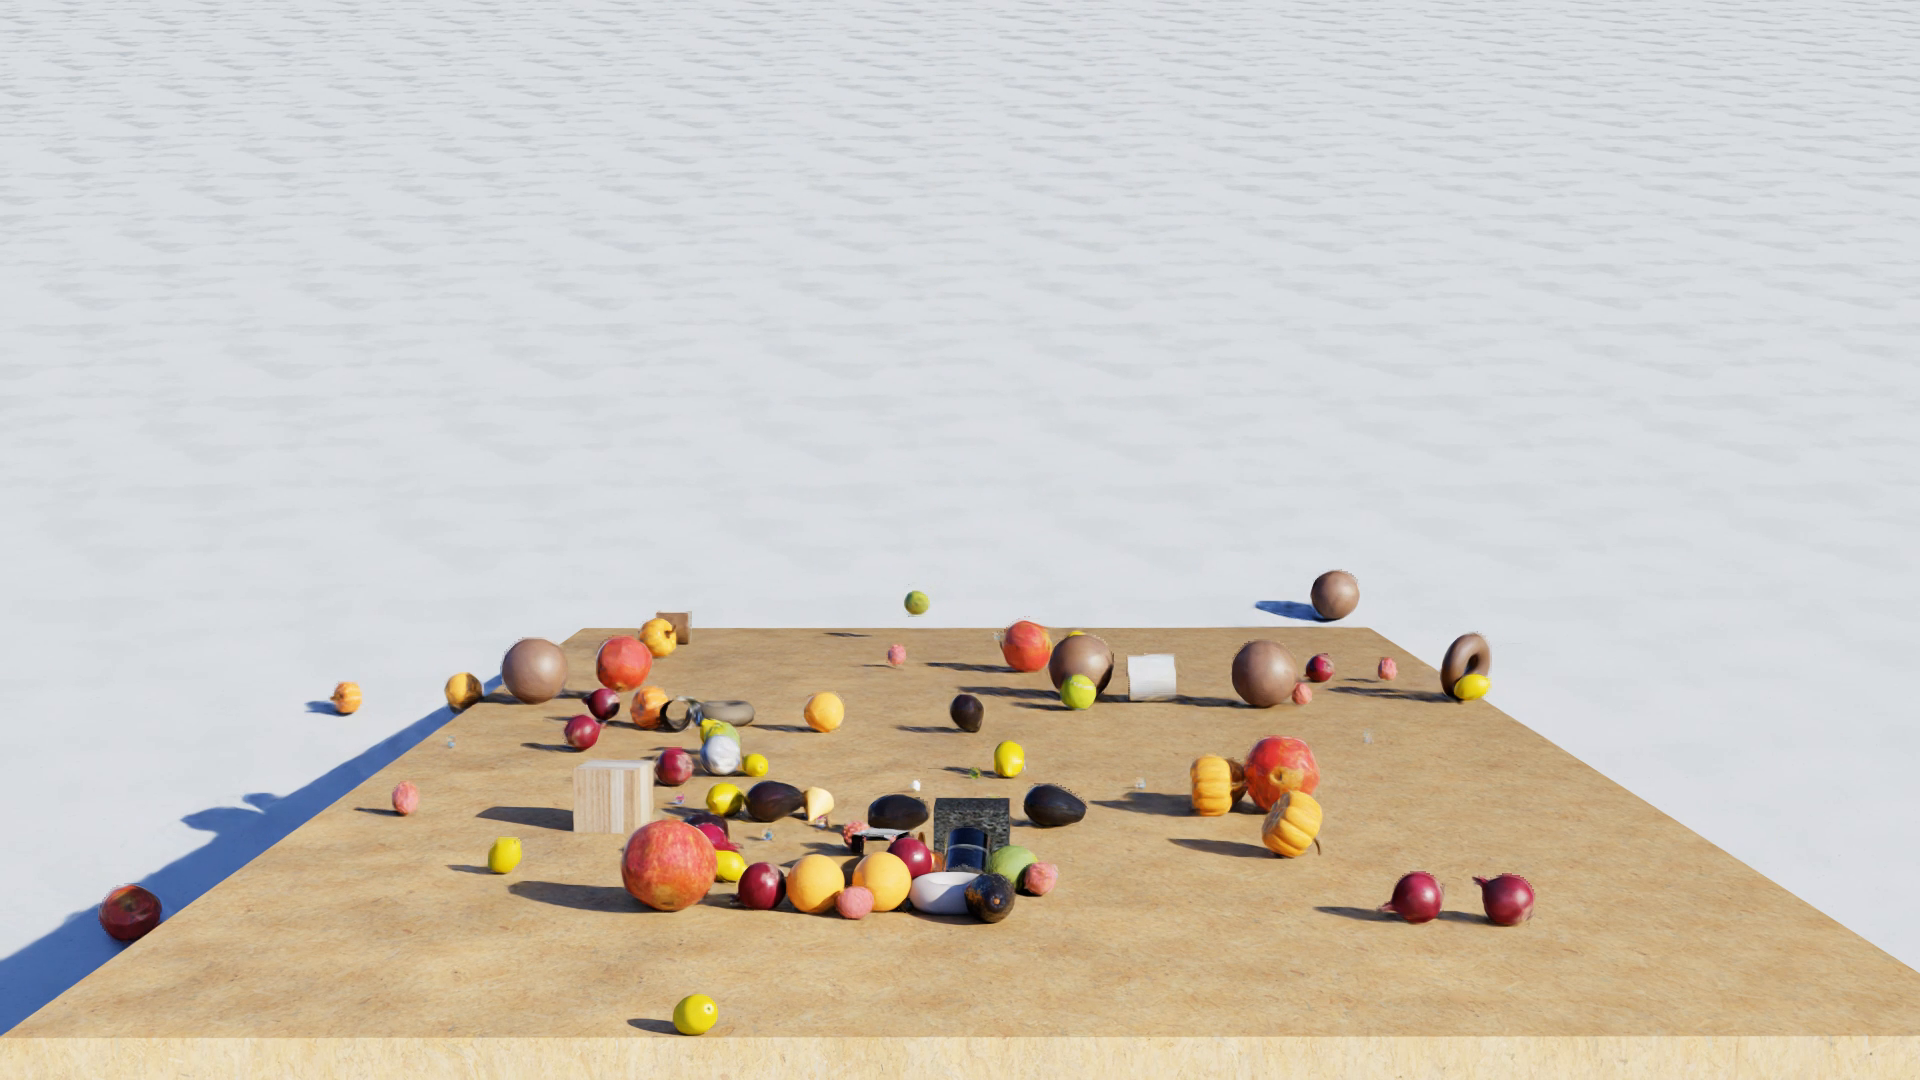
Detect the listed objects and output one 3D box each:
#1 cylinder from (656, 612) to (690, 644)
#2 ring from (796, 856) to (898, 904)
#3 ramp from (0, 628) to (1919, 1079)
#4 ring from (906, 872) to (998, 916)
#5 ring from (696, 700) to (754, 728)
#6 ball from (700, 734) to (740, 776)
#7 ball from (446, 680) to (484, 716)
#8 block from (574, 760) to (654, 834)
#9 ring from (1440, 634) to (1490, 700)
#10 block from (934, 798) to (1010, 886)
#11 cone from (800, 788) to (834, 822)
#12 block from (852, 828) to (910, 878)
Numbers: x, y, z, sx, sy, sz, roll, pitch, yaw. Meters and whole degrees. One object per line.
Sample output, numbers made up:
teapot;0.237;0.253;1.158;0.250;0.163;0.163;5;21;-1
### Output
cylinder;-0.687;0.210;6.144;0.076;0.076;0.076;1;19;0
ring;-0.142;0.425;3.213;0.130;0.043;0.130;1;4;0
ramp;0.045;0.407;4.538;2.000;0.100;4.000;0;4;0
ring;-0.009;0.433;3.143;0.112;0.037;0.112;1;5;0
ring;-0.441;0.323;4.762;0.121;0.040;0.121;-1;4;0
ball;-0.389;0.349;4.161;0.067;0.067;0.067;0;19;0
ball;-1.032;0.332;5.357;0.077;0.077;0.077;0;19;0
block;-0.498;0.369;3.693;0.091;0.091;0.091;1;4;9
ring;1.006;0.252;5.106;0.137;0.137;0.046;-18;27;-41
block;0.016;0.390;3.328;0.097;0.097;0.097;0;4;1
cone;-0.215;0.398;3.763;0.050;0.050;0.050;3;31;10
block;-0.103;0.409;3.346;0.056;0.056;0.056;2;4;26
